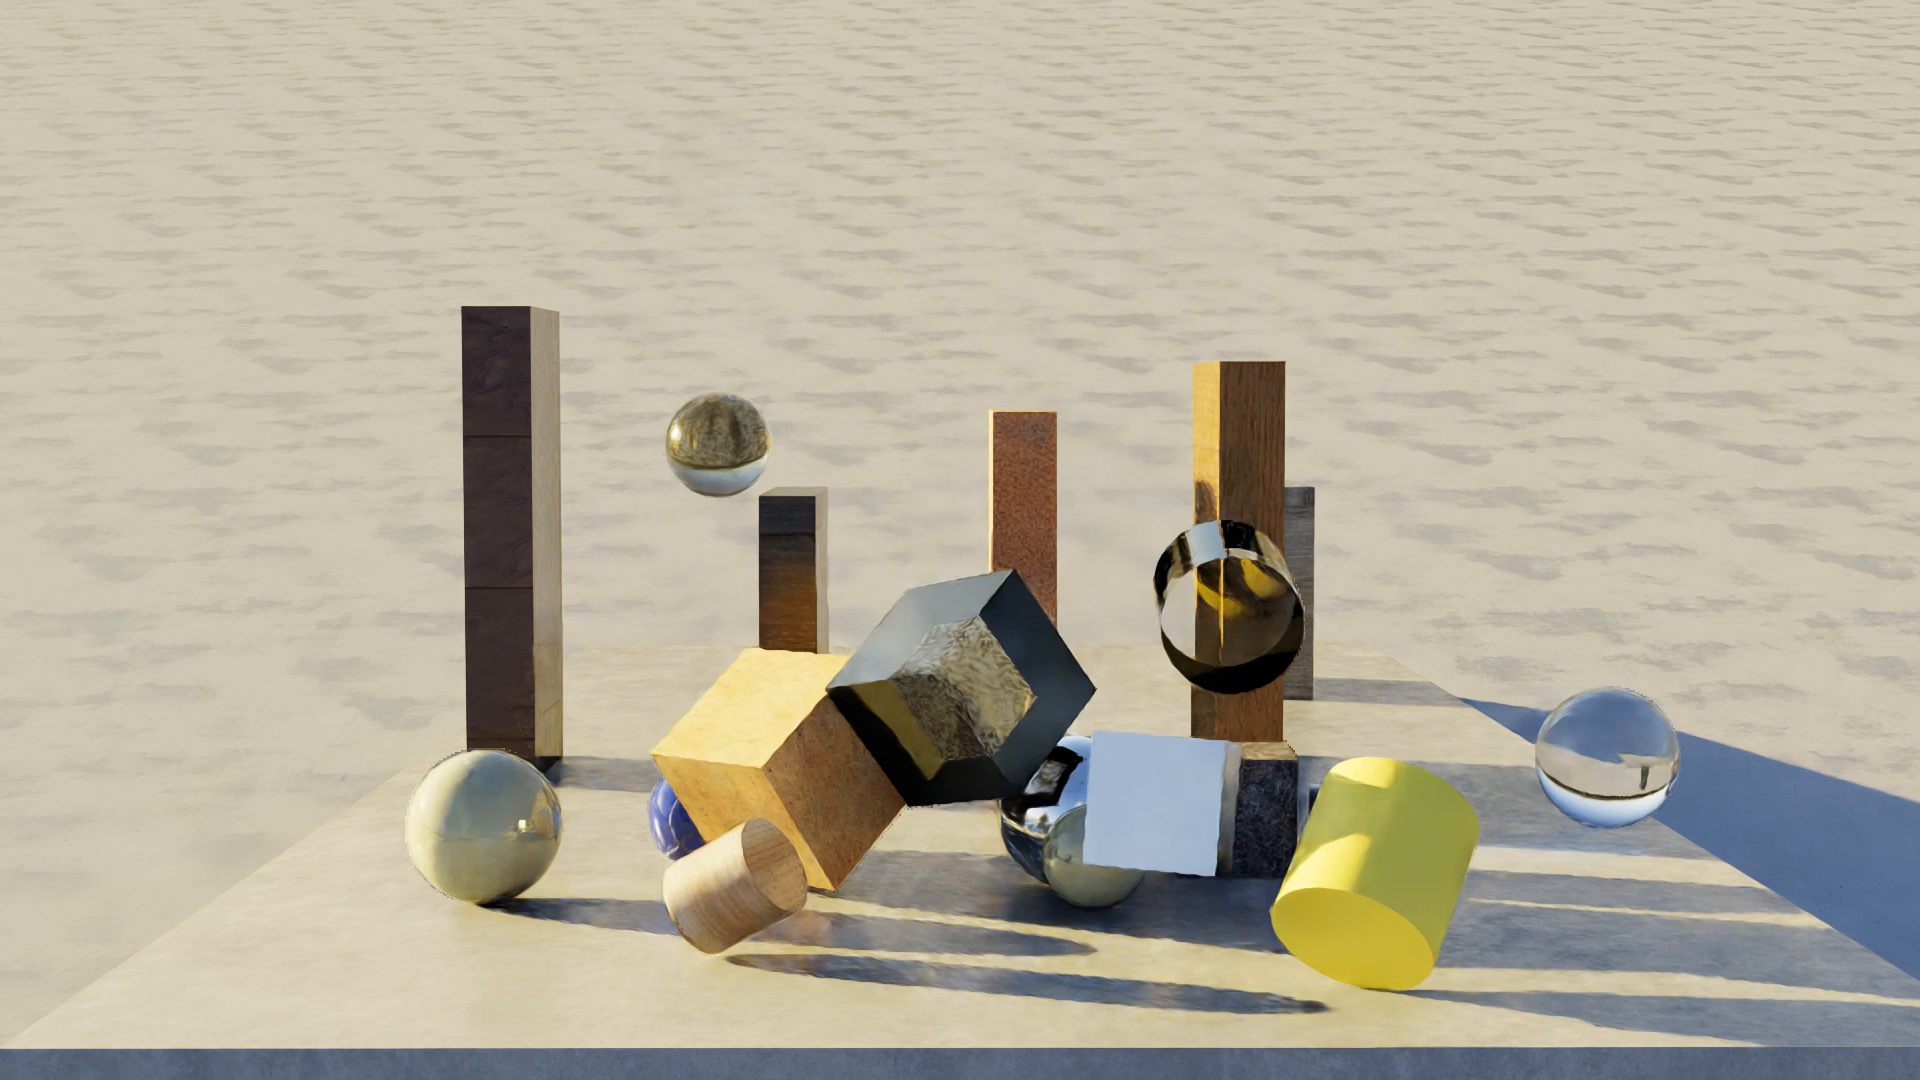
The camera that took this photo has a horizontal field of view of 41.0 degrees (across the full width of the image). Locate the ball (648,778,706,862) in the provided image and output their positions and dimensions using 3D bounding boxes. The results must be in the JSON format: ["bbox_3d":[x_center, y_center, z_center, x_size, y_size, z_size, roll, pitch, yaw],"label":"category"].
[{"bbox_3d":[-0.346,0.371,3.458,0.147,0.147,0.147,0,21,0],"label":"ball"}]

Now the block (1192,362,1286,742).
[{"bbox_3d":[0.426,0.071,3.972,0.096,0.689,0.423,0,3,0],"label":"block"}]

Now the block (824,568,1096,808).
[{"bbox_3d":[0.002,0.189,3.242,0.201,0.201,0.201,-12,30,46],"label":"block"}]

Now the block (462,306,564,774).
[{"bbox_3d":[-0.760,0.000,4.385,0.113,0.785,0.310,0,3,0],"label":"block"}]

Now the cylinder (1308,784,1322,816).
[{"bbox_3d":[0.512,0.383,3.198,0.155,0.155,0.155,0,20,8],"label":"cylinder"}]

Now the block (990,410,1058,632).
[{"bbox_3d":[0.109,0.078,4.521,0.109,0.611,0.372,0,3,0],"label":"block"}]

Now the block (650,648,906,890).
[{"bbox_3d":[-0.221,0.293,3.328,0.210,0.210,0.210,2,40,43],"label":"block"}]

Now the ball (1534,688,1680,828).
[{"bbox_3d":[0.956,0.322,3.797,0.207,0.207,0.207,0,21,0],"label":"ball"}]

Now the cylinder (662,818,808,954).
[{"bbox_3d":[-0.256,0.395,2.926,0.117,0.117,0.117,-31,10,22],"label":"cylinder"}]

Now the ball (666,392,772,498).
[{"bbox_3d":[-0.287,-0.113,3.055,0.126,0.126,0.126,0,21,0],"label":"ball"}]

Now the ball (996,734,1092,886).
[{"bbox_3d":[0.149,0.352,3.333,0.202,0.202,0.202,0,21,0],"label":"ball"}]

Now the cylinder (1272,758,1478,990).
[{"bbox_3d":[0.449,0.360,2.773,0.178,0.178,0.178,10,50,24],"label":"cylinder"}]

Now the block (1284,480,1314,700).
[{"bbox_3d":[0.694,0.099,5.586,0.090,0.445,0.442,0,3,0],"label":"block"}]

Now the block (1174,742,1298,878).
[{"bbox_3d":[0.368,0.365,3.485,0.159,0.159,0.159,0,3,1],"label":"block"}]

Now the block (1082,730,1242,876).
[{"bbox_3d":[0.226,0.291,2.852,0.146,0.146,0.146,4,-4,13],"label":"block"}]

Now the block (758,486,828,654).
[{"bbox_3d":[-0.282,0.154,4.399,0.093,0.475,0.393,0,3,0],"label":"block"}]

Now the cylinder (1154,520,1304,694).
[{"bbox_3d":[0.362,0.089,3.488,0.190,0.190,0.190,0,15,1],"label":"cylinder"}]

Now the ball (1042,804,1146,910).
[{"bbox_3d":[0.166,0.390,3.171,0.131,0.131,0.131,0,21,0],"label":"ball"}]

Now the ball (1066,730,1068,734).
[{"bbox_3d":[0.122,0.336,4.290,0.119,0.119,0.119,0,21,0],"label":"ball"}]

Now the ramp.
[{"bbox_3d":[0.048,0.434,4.532,2.000,0.100,4.000,0,3,0],"label":"ramp"}]

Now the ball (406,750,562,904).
[{"bbox_3d":[-0.600,0.362,3.248,0.194,0.194,0.194,0,21,0],"label":"ball"}]
